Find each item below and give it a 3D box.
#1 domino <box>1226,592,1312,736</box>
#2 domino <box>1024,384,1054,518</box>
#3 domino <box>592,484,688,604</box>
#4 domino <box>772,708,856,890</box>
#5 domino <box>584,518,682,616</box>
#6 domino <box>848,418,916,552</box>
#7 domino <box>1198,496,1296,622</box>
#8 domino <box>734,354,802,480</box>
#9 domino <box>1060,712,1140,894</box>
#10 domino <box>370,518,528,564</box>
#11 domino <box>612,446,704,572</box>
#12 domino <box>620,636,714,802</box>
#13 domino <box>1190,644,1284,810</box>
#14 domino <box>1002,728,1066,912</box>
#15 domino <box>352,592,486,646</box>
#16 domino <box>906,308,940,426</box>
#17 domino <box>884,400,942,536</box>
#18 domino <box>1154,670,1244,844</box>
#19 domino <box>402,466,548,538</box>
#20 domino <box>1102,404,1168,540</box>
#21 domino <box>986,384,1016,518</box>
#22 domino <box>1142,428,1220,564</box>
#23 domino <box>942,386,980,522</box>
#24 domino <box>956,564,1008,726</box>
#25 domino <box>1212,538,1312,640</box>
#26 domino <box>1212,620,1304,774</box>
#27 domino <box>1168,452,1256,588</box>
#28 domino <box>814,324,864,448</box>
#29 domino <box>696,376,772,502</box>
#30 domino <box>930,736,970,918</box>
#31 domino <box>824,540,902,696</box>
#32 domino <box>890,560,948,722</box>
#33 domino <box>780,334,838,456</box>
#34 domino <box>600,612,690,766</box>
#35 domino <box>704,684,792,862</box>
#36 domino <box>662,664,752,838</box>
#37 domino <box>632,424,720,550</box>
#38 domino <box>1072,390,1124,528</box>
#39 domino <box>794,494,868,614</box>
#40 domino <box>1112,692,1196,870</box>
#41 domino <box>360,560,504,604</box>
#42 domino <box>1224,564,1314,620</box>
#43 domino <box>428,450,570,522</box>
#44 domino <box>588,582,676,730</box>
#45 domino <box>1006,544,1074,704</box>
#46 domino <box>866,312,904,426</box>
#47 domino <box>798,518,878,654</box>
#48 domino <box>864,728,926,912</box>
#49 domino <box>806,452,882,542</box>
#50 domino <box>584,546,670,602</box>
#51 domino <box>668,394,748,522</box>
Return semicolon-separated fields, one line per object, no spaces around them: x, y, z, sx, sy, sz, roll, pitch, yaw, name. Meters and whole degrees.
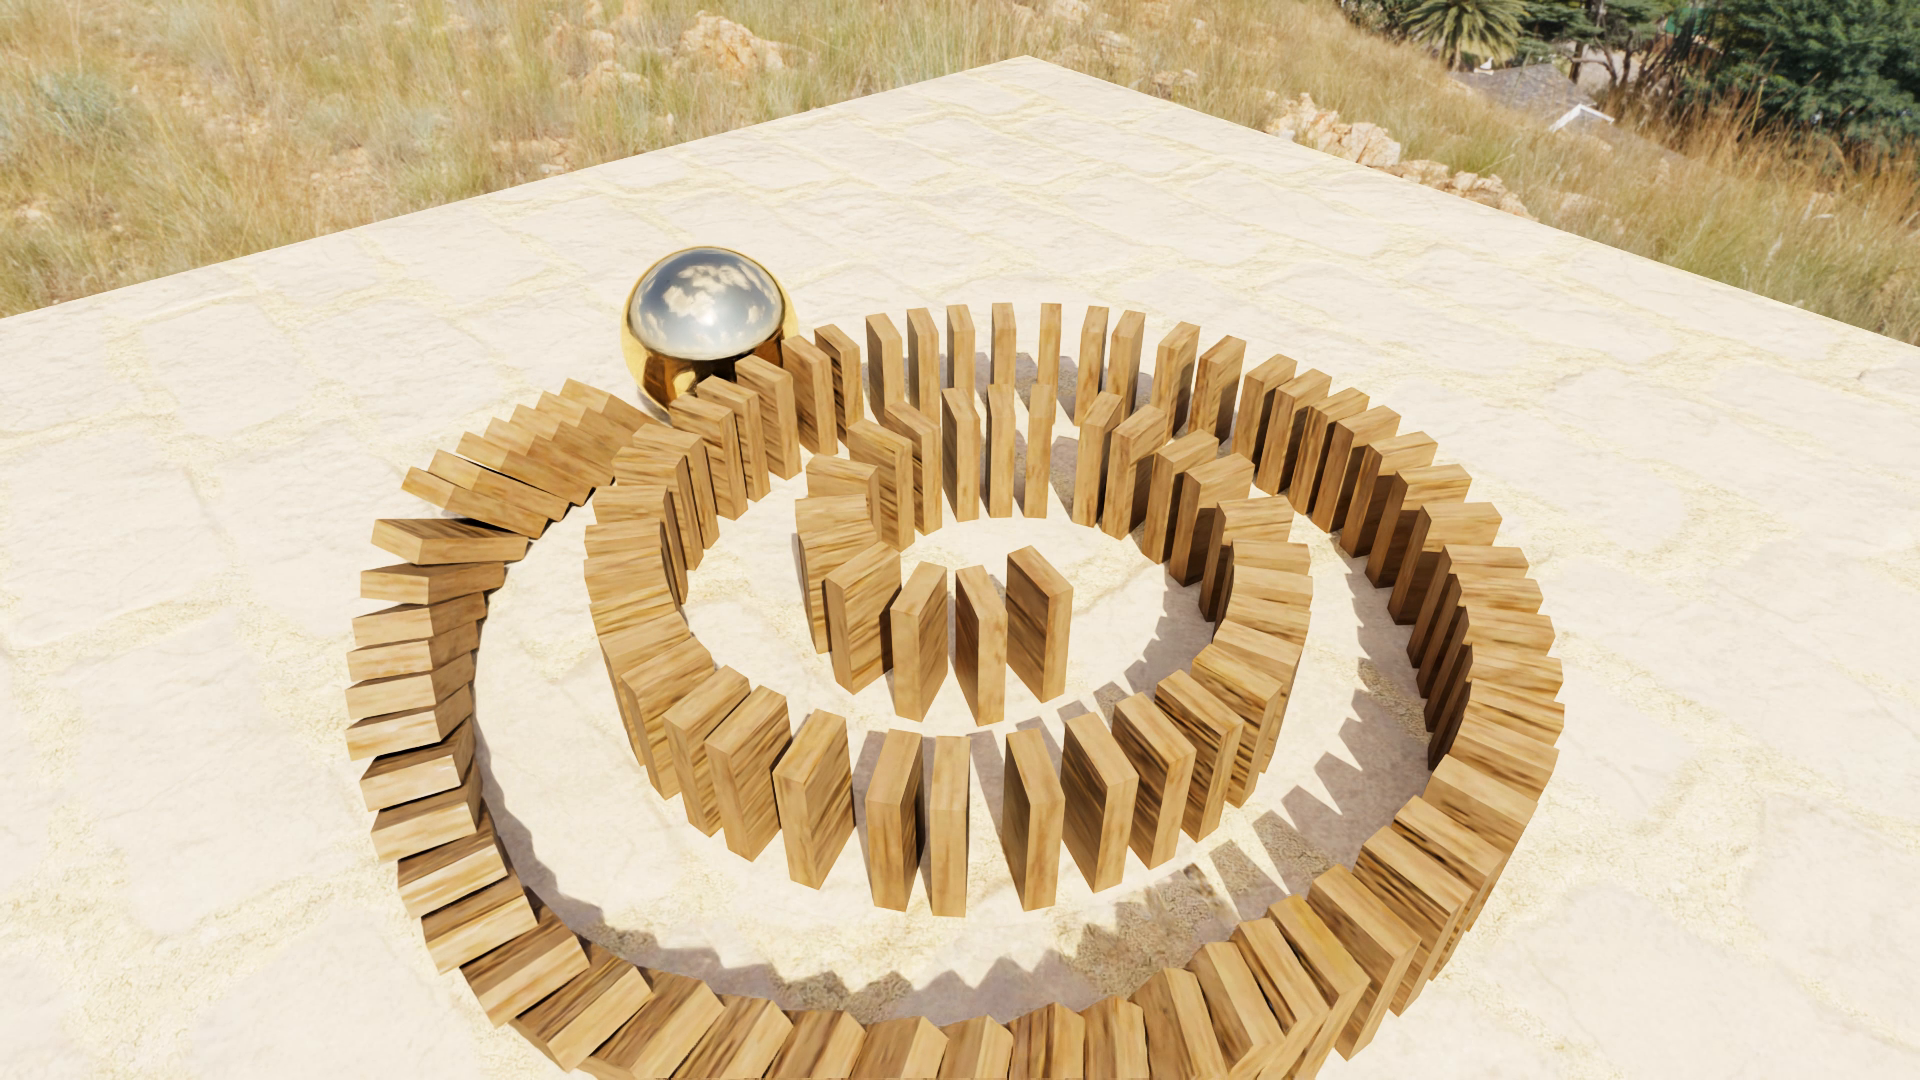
0.097;0.042;0.361;0.025;0.050;0.009;13;41;16;domino
0.033;-0.036;0.456;0.010;0.050;0.025;4;39;4;domino
-0.118;0.003;0.408;0.025;0.050;0.009;-1;39;-2;domino
-0.041;0.076;0.319;0.009;0.050;0.025;14;41;17;domino
-0.115;0.016;0.392;0.025;0.050;0.009;-7;40;-8;domino
-0.031;-0.021;0.437;0.025;0.050;0.010;28;47;30;domino
0.104;0.007;0.402;0.025;0.050;0.009;-6;40;-7;domino
-0.083;-0.053;0.476;0.025;0.050;0.010;28;47;30;domino
0.039;0.076;0.318;0.009;0.050;0.025;-15;42;-17;domino
-0.195;0.000;0.423;0.025;0.009;0.050;19;9;22;domino
-0.116;-0.011;0.425;0.025;0.050;0.009;7;40;9;domino
-0.087;0.056;0.343;0.025;0.050;0.009;-29;48;-31;domino
0.082;0.058;0.340;0.025;0.050;0.009;30;48;31;domino
0.020;0.080;0.313;0.010;0.050;0.025;-8;40;-10;domino
-0.189;0.027;0.388;0.025;0.009;0.050;-8;4;-4;domino
-0.017;-0.079;0.507;0.009;0.050;0.025;-9;40;-11;domino
-0.019;-0.029;0.447;0.009;0.050;0.025;-27;46;-29;domino
0.069;0.066;0.331;0.010;0.050;0.025;-26;46;-28;domino
-0.190;-0.014;0.434;0.025;0.050;0.010;21;85;24;domino
0.070;-0.027;0.444;0.010;0.050;0.025;28;47;30;domino
0.016;-0.037;0.456;0.010;0.050;0.025;-2;39;-3;domino
0.086;-0.016;0.432;0.025;0.050;0.010;-26;46;-28;domino
0.000;-0.035;0.454;0.009;0.050;0.025;-9;40;-11;domino
0.007;0.036;0.368;0.010;0.050;0.025;-11;41;-13;domino
0.104;0.023;0.384;0.025;0.050;0.009;4;39;5;domino
0.091;0.050;0.350;0.025;0.050;0.010;20;43;22;domino
0.096;-0.007;0.420;0.025;0.050;0.010;-19;43;-22;domino
-0.054;-0.069;0.496;0.009;0.050;0.025;-22;44;-25;domino
-0.095;-0.042;0.463;0.025;0.050;0.009;23;44;25;domino
-0.002;0.082;0.312;0.009;0.050;0.025;2;39;2;domino
-0.032;0.027;0.378;0.010;0.050;0.025;31;49;32;domino
-0.013;0.035;0.369;0.009;0.050;0.025;13;41;16;domino
-0.066;-0.063;0.488;0.010;0.050;0.025;-26;46;-29;domino
-0.097;0.048;0.353;0.025;0.050;0.009;-21;44;-24;domino
-0.061;0.070;0.326;0.010;0.050;0.025;20;43;23;domino
-0.073;0.064;0.333;0.010;0.050;0.025;26;46;28;domino
-0.112;-0.021;0.437;0.025;0.050;0.009;13;41;15;domino
0.056;-0.033;0.451;0.009;0.050;0.025;16;42;19;domino
-0.046;0.007;0.403;0.025;0.050;0.009;-5;40;-6;domino
0.055;0.072;0.324;0.009;0.050;0.025;-20;43;-22;domino
-0.193;0.014;0.405;0.025;0.010;0.050;5;6;6;domino
0.102;0.032;0.372;0.025;0.050;0.009;8;40;10;domino
-0.185;-0.021;0.443;0.025;0.050;0.009;21;85;24;domino
-0.104;0.039;0.364;0.025;0.050;0.010;-16;42;-18;domino
0.026;0.029;0.376;0.009;0.050;0.025;-20;44;-23;domino
-0.034;-0.075;0.503;0.009;0.050;0.025;-13;41;-16;domino
-0.042;0.017;0.391;0.025;0.050;0.010;-13;41;-15;domino
-0.018;0.080;0.313;0.009;0.050;0.025;8;40;9;domino
-0.044;-0.008;0.421;0.025;0.050;0.010;13;41;16;domino
-0.111;0.026;0.379;0.025;0.050;0.010;-11;41;-13;domino
-0.103;-0.034;0.452;0.025;0.050;0.010;19;43;22;domino
